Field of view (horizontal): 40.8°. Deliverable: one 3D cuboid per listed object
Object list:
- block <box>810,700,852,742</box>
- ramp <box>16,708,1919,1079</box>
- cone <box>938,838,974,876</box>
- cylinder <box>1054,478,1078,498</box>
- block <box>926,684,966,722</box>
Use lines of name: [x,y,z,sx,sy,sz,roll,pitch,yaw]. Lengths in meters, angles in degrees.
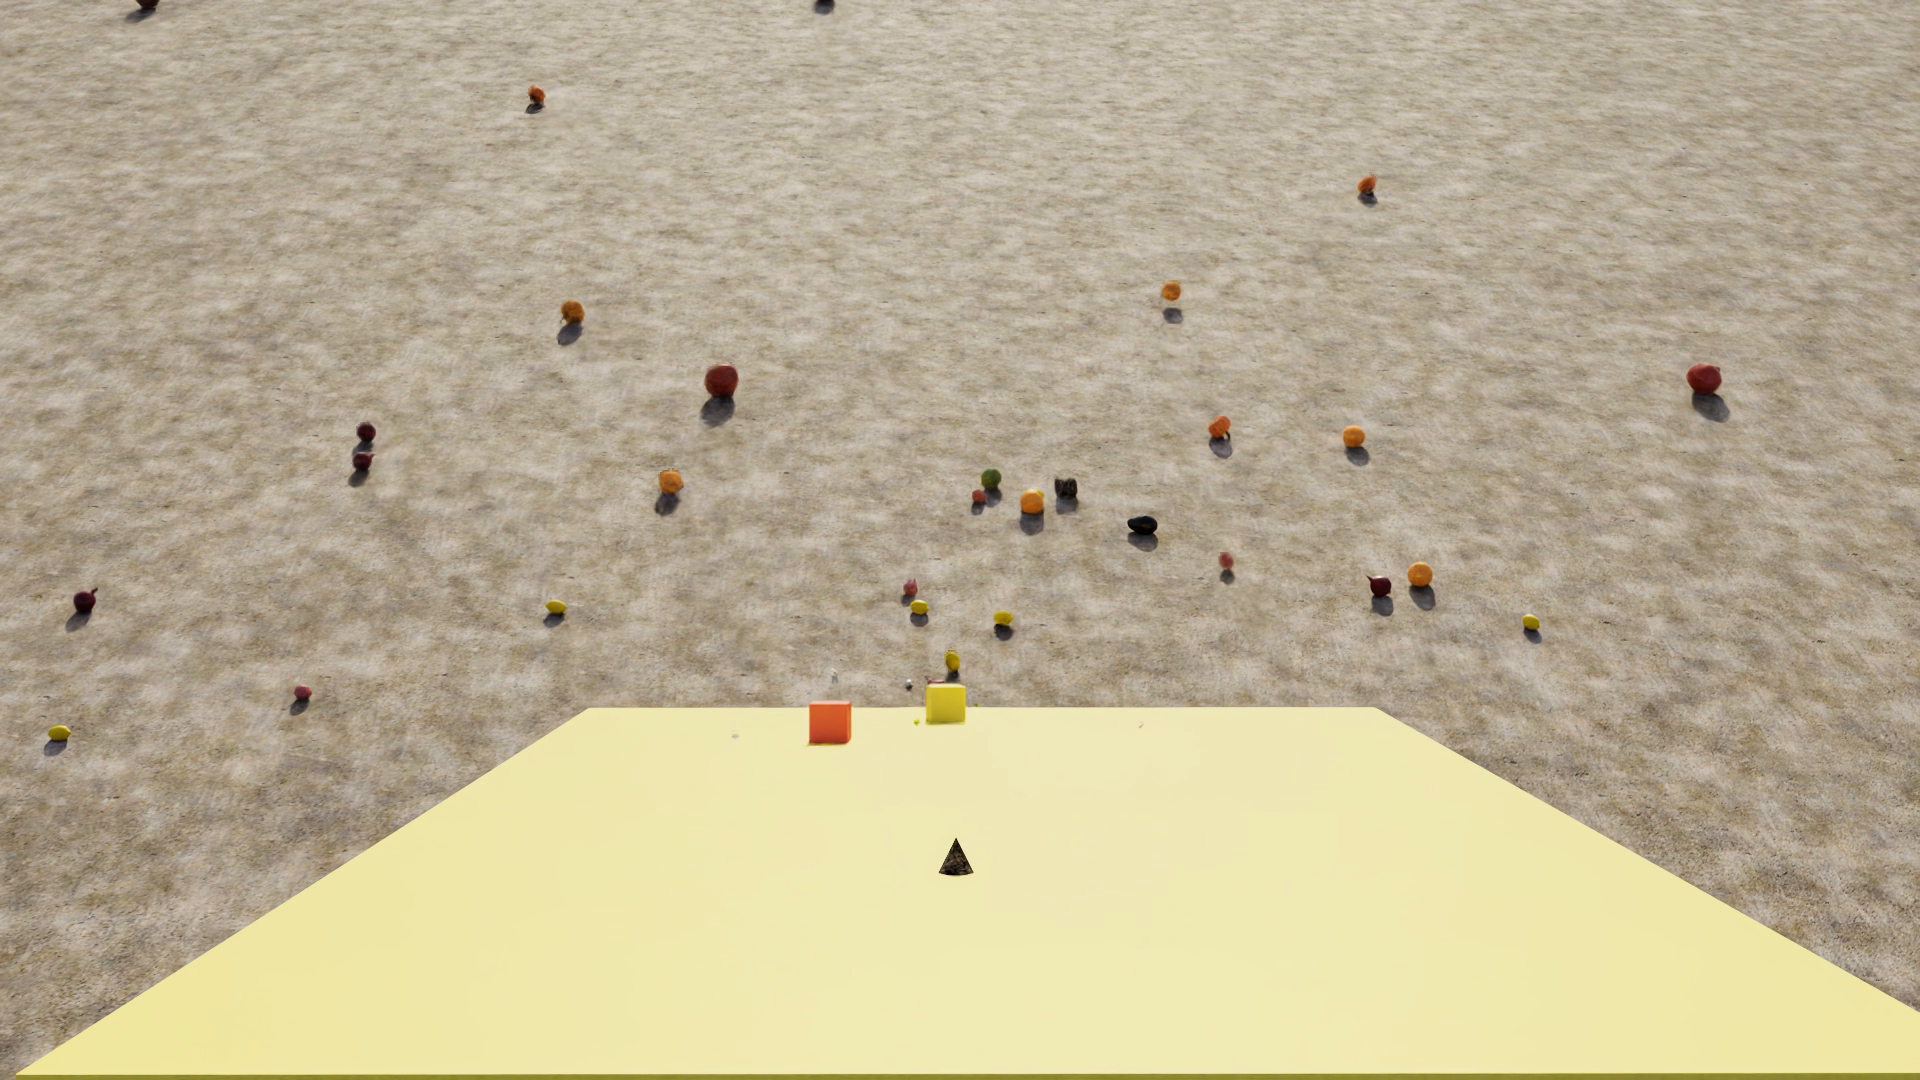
block: [-0.289,0.406,5.763,0.085,0.085,0.085,0,1,4]
ramp: [0.058,0.529,4.566,2.000,0.100,4.000,0,1,0]
cone: [-0.006,0.471,3.856,0.053,0.053,0.053,0,1,0]
cylinder: [0.327,-0.161,7.933,0.054,0.054,0.054,-9,27,-19]
block: [-0.035,0.394,6.236,0.083,0.083,0.083,0,2,-11]
